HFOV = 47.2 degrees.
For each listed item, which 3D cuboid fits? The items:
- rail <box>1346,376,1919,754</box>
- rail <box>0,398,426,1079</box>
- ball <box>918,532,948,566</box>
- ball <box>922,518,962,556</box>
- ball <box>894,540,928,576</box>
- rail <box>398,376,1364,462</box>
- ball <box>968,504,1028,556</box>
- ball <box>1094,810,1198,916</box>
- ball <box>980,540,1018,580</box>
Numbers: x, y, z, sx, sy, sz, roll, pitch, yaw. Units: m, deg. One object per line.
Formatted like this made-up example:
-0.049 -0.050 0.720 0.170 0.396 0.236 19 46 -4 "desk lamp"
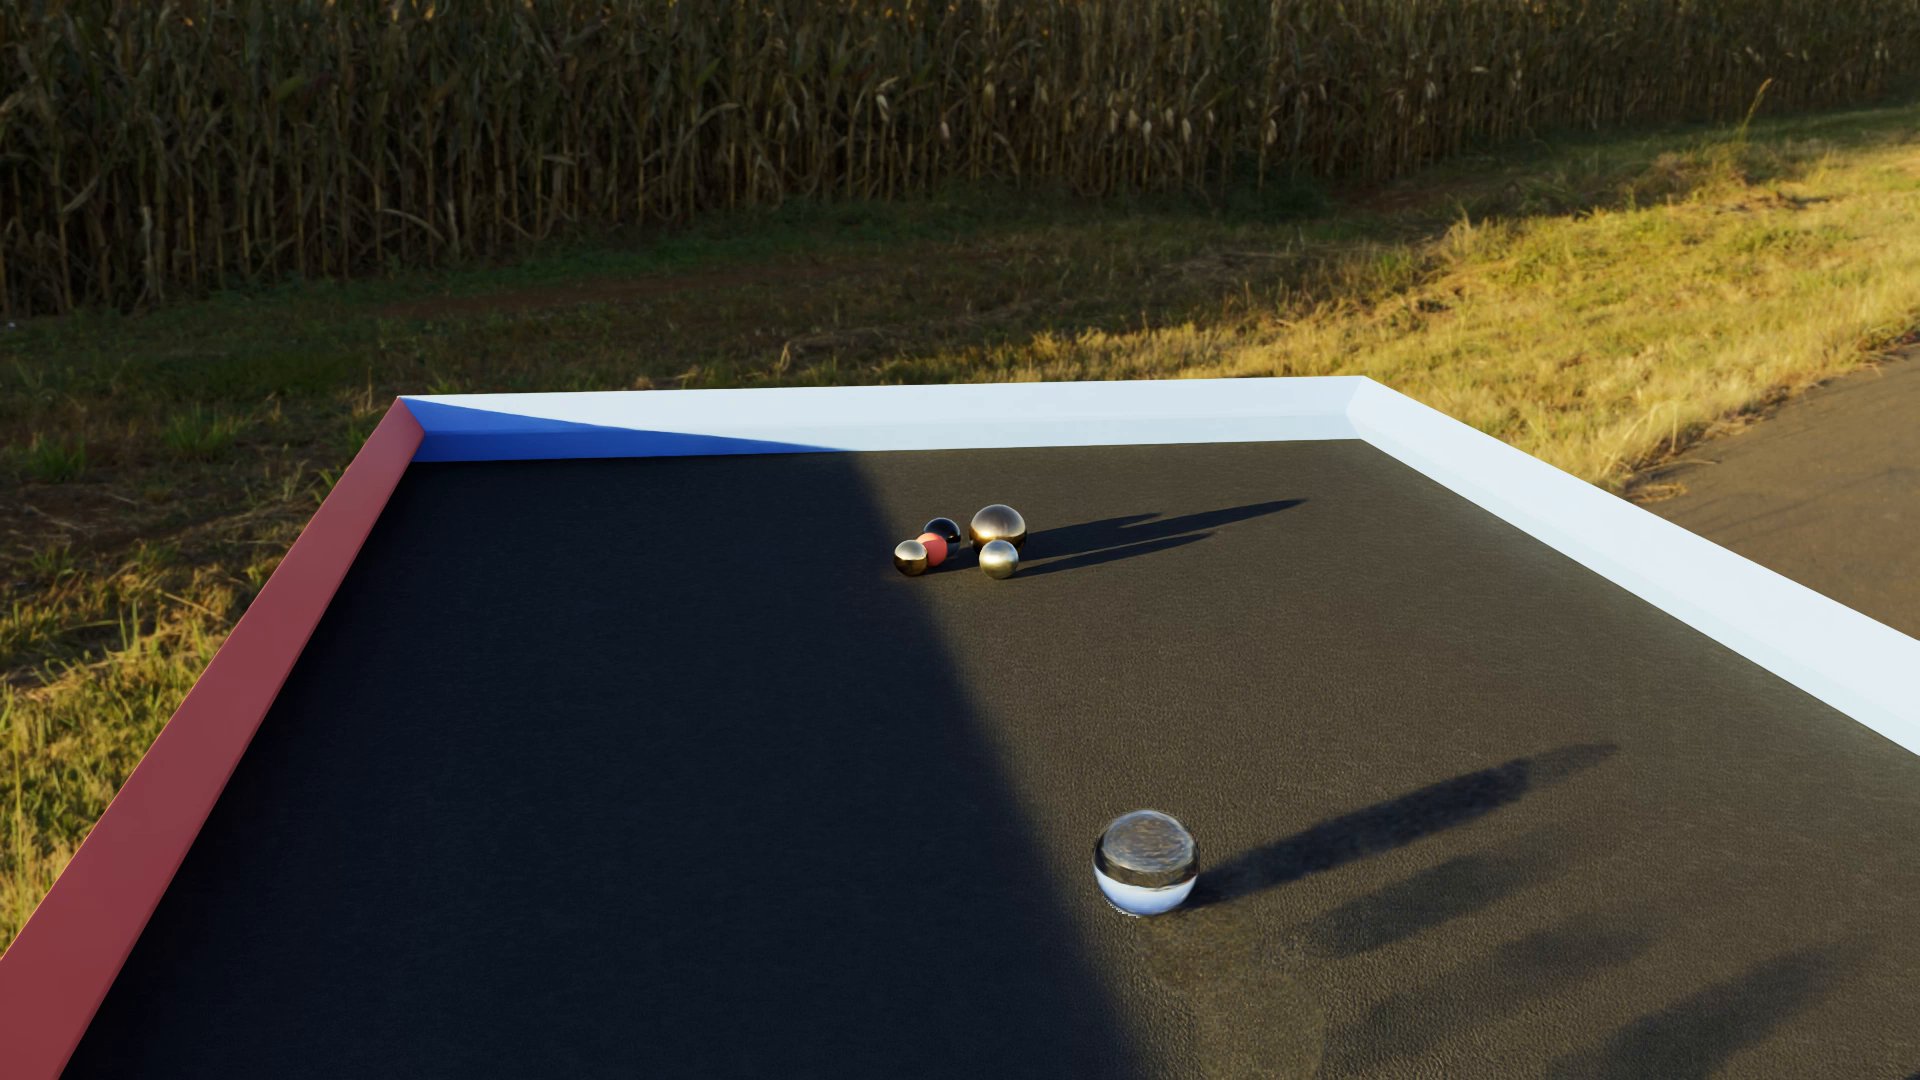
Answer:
0.897 0.128 2.257 0.045 0.109 3.245 -2 13 -8 "rail"
-0.679 0.176 2.048 0.045 0.109 3.245 -2 13 -8 "rail"
-0.039 0.013 2.908 0.045 0.045 0.045 0 13 0 "ball"
-0.025 -0.003 2.960 0.053 0.053 0.053 0 13 0 "ball"
-0.064 0.023 2.860 0.047 0.047 0.047 0 13 0 "ball"
-0.106 -0.202 3.697 1.638 0.109 0.045 -2 13 -8 "rail"
0.050 -0.008 2.927 0.078 0.078 0.078 0 13 0 "ball"
0.148 0.258 1.754 0.084 0.084 0.084 0 13 0 "ball"
0.050 0.025 2.842 0.051 0.051 0.051 0 13 0 "ball"
